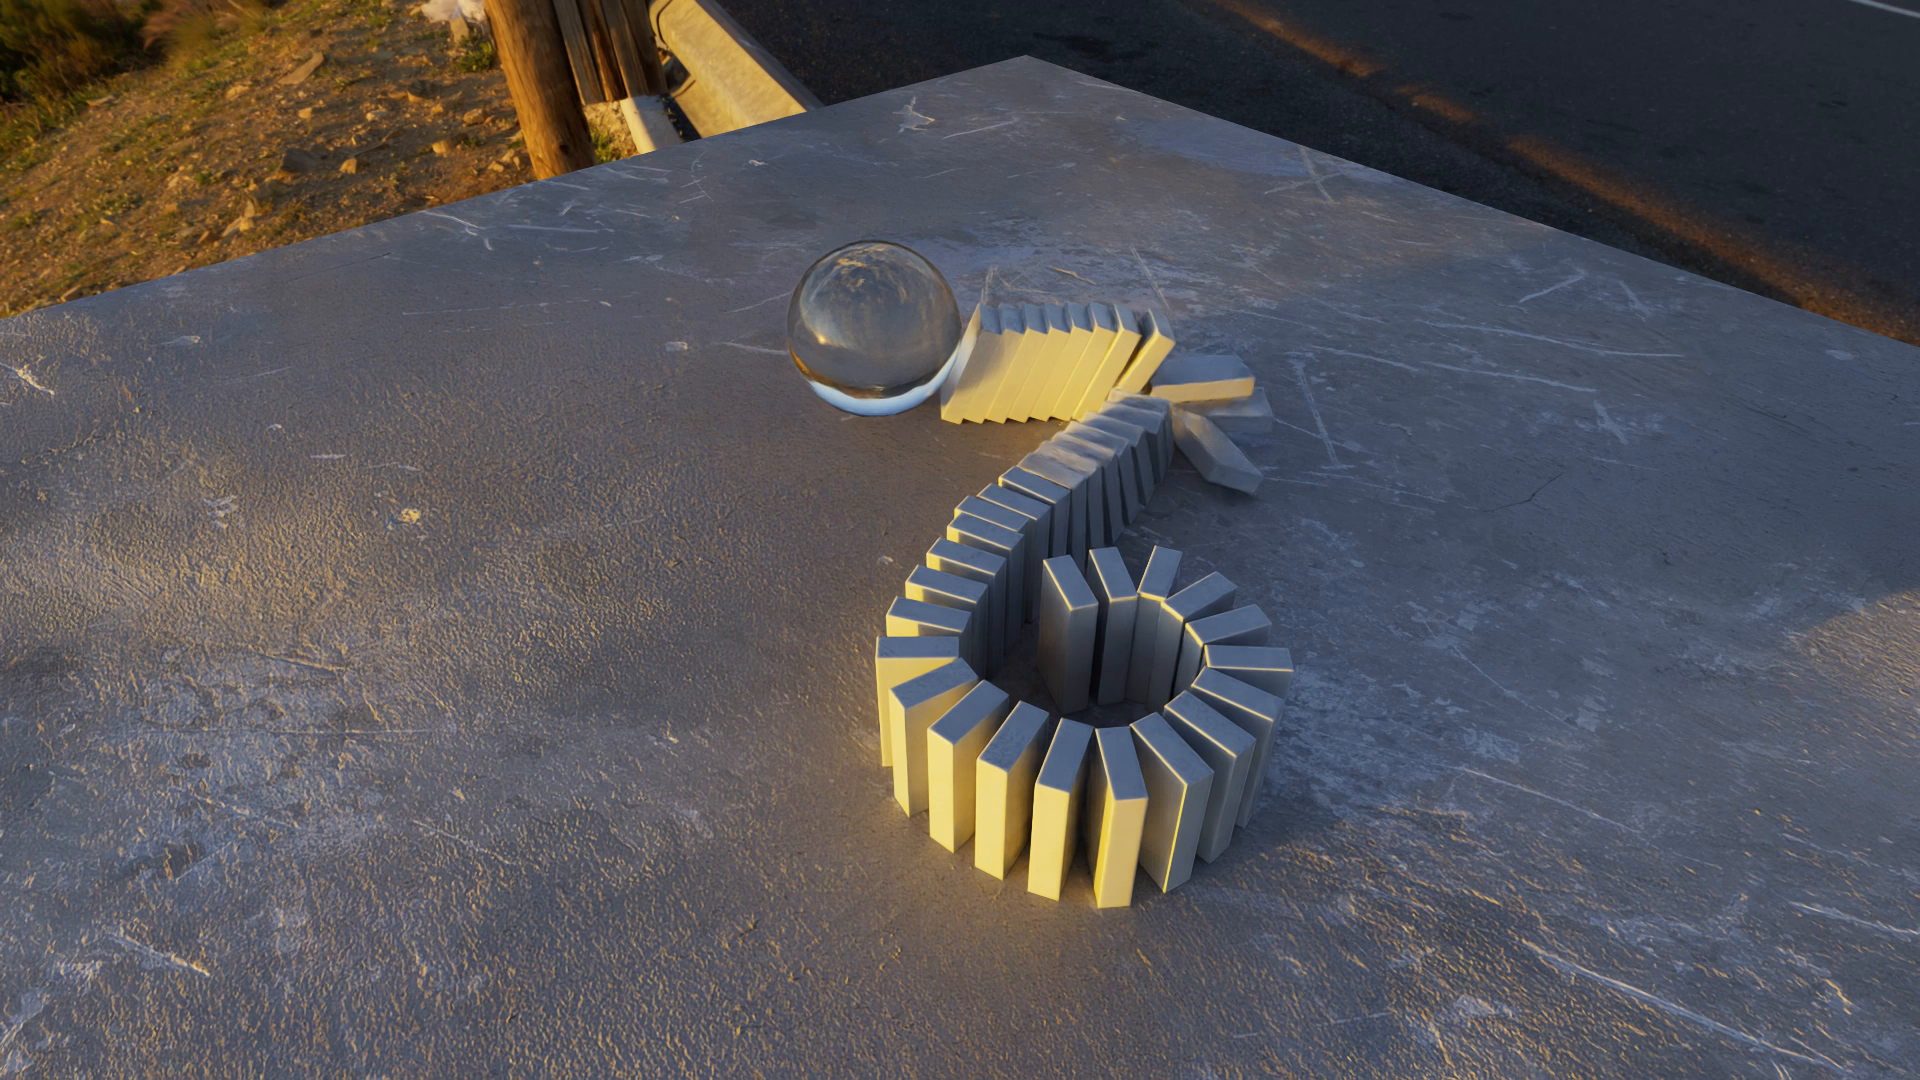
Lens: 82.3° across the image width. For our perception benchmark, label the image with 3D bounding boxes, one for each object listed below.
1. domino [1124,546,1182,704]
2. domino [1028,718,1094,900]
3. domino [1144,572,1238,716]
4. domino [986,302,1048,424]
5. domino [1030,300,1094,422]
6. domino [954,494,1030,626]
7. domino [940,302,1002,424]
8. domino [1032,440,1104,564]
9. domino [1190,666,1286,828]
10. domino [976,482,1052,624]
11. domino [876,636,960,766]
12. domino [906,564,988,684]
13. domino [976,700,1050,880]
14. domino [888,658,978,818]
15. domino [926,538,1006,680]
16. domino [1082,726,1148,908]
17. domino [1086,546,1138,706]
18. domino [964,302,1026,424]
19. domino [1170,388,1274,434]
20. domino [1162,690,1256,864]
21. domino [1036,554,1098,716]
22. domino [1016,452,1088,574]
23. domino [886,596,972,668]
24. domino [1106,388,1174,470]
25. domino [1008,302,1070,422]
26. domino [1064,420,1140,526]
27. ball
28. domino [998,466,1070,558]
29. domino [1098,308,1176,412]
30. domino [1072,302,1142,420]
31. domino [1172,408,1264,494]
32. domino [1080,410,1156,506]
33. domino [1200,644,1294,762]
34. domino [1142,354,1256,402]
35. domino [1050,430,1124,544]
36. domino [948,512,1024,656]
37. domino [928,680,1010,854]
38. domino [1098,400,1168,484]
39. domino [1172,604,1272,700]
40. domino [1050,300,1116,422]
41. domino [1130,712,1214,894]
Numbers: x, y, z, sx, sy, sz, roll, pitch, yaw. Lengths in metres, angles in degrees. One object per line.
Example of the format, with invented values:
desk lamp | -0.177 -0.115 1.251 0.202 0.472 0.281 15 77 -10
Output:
domino | 0.066 0.030 0.375 0.010 0.050 0.025 14 41 16
domino | 0.029 0.078 0.316 0.009 0.050 0.025 13 41 16
domino | 0.077 0.037 0.367 0.025 0.050 0.010 -25 46 -28
domino | 0.025 -0.082 0.512 0.009 0.050 0.025 15 37 -16
domino | 0.045 -0.083 0.513 0.009 0.050 0.025 15 37 -16
domino | 0.011 0.010 0.399 0.025 0.050 0.009 21 44 23
domino | 0.004 -0.082 0.511 0.009 0.050 0.025 15 37 -16
domino | 0.042 -0.014 0.428 0.025 0.050 0.010 25 58 27
domino | 0.081 0.064 0.334 0.025 0.050 0.010 23 45 25
domino | 0.019 0.005 0.405 0.025 0.050 0.009 23 45 26
domino | -0.013 0.052 0.348 0.025 0.050 0.009 0 39 0
domino | -0.004 0.033 0.371 0.025 0.050 0.009 15 42 18
domino | 0.015 0.074 0.322 0.009 0.050 0.025 21 44 23
domino | -0.008 0.061 0.337 0.025 0.050 0.010 -21 44 -24
domino | 0.002 0.024 0.382 0.025 0.050 0.010 17 42 20
domino | 0.044 0.080 0.314 0.009 0.050 0.025 -3 39 -4
domino | 0.050 0.030 0.375 0.009 0.050 0.025 -6 40 -8
domino | 0.015 -0.082 0.512 0.009 0.050 0.025 15 37 -16
domino | 0.119 -0.062 0.519 0.050 0.010 0.025 1 39 1
domino | 0.070 0.071 0.325 0.009 0.050 0.025 -30 48 -31
domino | 0.036 0.033 0.372 0.009 0.050 0.025 -11 41 -13
domino | 0.035 -0.008 0.420 0.025 0.050 0.010 25 52 27
domino | -0.010 0.042 0.360 0.025 0.050 0.009 11 41 13
domino | 0.078 -0.047 0.471 0.025 0.050 0.009 15 75 17
domino | 0.035 -0.082 0.512 0.009 0.050 0.025 15 37 -16
domino | 0.057 -0.027 0.444 0.025 0.050 0.010 23 68 25
ball | -0.039 -0.097 0.506 0.080 0.080 0.080 0 39 0
domino | 0.027 -0.001 0.413 0.025 0.050 0.009 27 46 29
domino | 0.080 -0.080 0.511 0.010 0.050 0.025 22 35 -20
domino | 0.066 -0.082 0.512 0.009 0.050 0.025 16 36 -17
domino | 0.109 -0.040 0.482 0.025 0.010 0.050 13 29 -27
domino | 0.065 -0.033 0.453 0.025 0.050 0.010 20 72 23
domino | 0.087 0.054 0.345 0.025 0.050 0.009 2 39 2
domino | 0.111 -0.077 0.522 0.050 0.010 0.025 -6 37 -7
domino | 0.050 -0.020 0.436 0.025 0.050 0.009 23 63 25
domino | 0.009 0.016 0.392 0.025 0.050 0.010 20 44 23
domino | 0.003 0.068 0.328 0.010 0.050 0.025 28 47 30
domino | 0.073 -0.040 0.463 0.025 0.050 0.009 15 73 17
domino | 0.083 0.045 0.356 0.025 0.050 0.009 -13 41 -16
domino | 0.055 -0.083 0.513 0.009 0.050 0.025 15 37 -16
domino | 0.058 0.076 0.318 0.010 0.050 0.025 -20 43 -23
